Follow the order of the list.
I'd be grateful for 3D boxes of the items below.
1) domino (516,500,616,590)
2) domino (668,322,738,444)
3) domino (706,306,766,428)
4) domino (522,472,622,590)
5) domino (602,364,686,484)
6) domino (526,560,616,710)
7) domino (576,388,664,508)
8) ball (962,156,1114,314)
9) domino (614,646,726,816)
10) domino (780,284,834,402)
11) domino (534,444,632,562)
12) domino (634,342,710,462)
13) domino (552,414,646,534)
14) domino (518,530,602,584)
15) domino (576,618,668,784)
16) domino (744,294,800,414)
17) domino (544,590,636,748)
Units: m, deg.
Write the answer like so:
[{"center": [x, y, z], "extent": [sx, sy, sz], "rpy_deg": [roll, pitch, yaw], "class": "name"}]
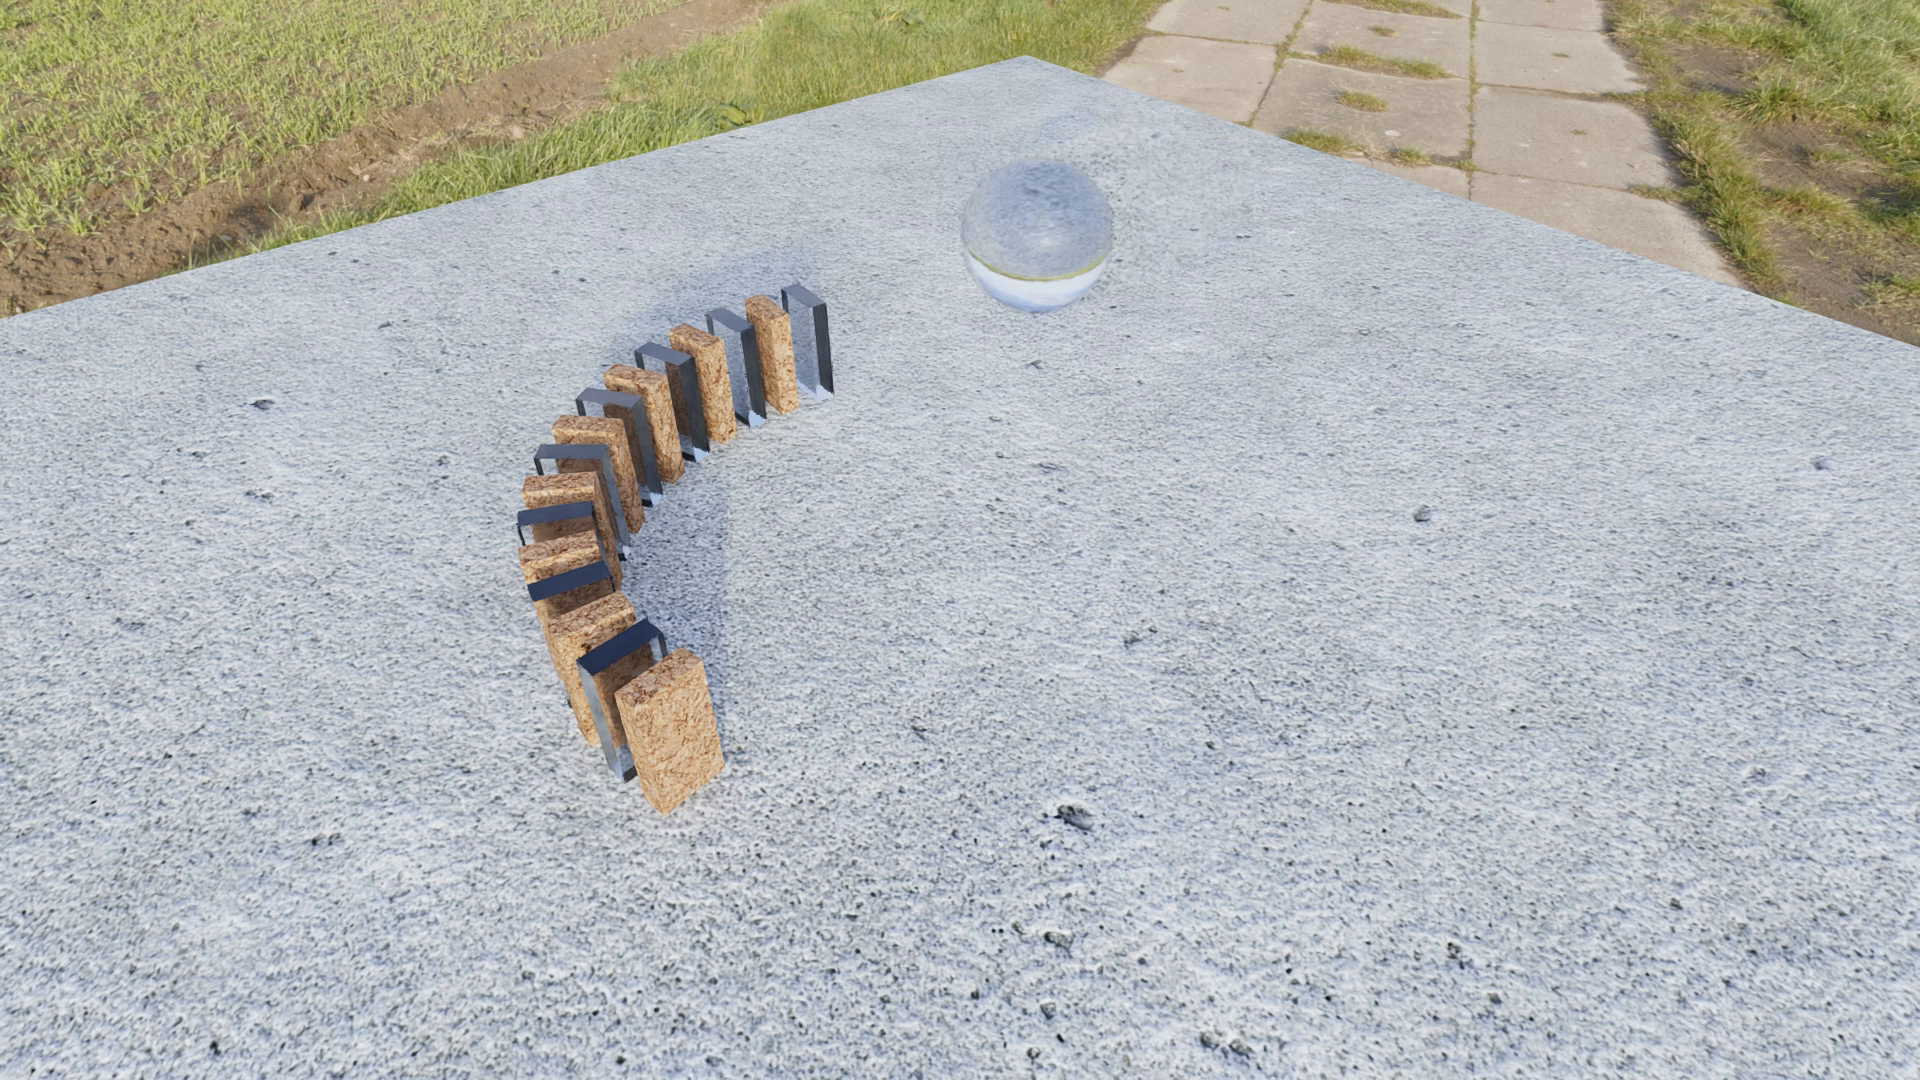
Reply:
[{"center": [-0.141, 0.010, 0.399], "extent": [0.025, 0.050, 0.010], "rpy_deg": [-10, 40, -12], "class": "domino"}, {"center": [-0.116, -0.070, 0.497], "extent": [0.025, 0.050, 0.009], "rpy_deg": [26, 46, 28], "class": "domino"}, {"center": [-0.103, -0.079, 0.508], "extent": [0.010, 0.050, 0.025], "rpy_deg": [-31, 48, -32], "class": "domino"}, {"center": [-0.145, -0.002, 0.414], "extent": [0.025, 0.050, 0.010], "rpy_deg": [-5, 40, -6], "class": "domino"}, {"center": [-0.135, -0.049, 0.472], "extent": [0.025, 0.050, 0.010], "rpy_deg": [15, 42, 17], "class": "domino"}, {"center": [-0.127, 0.032, 0.372], "extent": [0.025, 0.050, 0.009], "rpy_deg": [-20, 43, -23], "class": "domino"}, {"center": [-0.141, -0.038, 0.458], "extent": [0.025, 0.050, 0.009], "rpy_deg": [10, 40, 12], "class": "domino"}, {"center": [0.041, -0.161, 0.585], "extent": [0.080, 0.080, 0.080], "rpy_deg": [0, 39, 0], "class": "ball"}, {"center": [-0.088, 0.059, 0.339], "extent": [0.010, 0.050, 0.025], "rpy_deg": [28, 47, 30], "class": "domino"}, {"center": [-0.073, -0.094, 0.527], "extent": [0.009, 0.050, 0.025], "rpy_deg": [-26, 46, -28], "class": "domino"}, {"center": [-0.146, -0.014, 0.428], "extent": [0.025, 0.050, 0.010], "rpy_deg": [0, 39, 0], "class": "domino"}, {"center": [-0.127, -0.060, 0.485], "extent": [0.025, 0.050, 0.009], "rpy_deg": [20, 43, 23], "class": "domino"}, {"center": [-0.145, -0.026, 0.443], "extent": [0.025, 0.050, 0.009], "rpy_deg": [5, 40, 6], "class": "domino"}, {"center": [-0.135, 0.022, 0.385], "extent": [0.025, 0.050, 0.010], "rpy_deg": [-15, 42, -17], "class": "domino"}, {"center": [-0.103, 0.051, 0.349], "extent": [0.009, 0.050, 0.025], "rpy_deg": [30, 48, 32], "class": "domino"}, {"center": [-0.088, -0.087, 0.518], "extent": [0.010, 0.050, 0.025], "rpy_deg": [-25, 46, -27], "class": "domino"}, {"center": [-0.116, 0.043, 0.359], "extent": [0.025, 0.050, 0.010], "rpy_deg": [-26, 46, -28], "class": "domino"}]
